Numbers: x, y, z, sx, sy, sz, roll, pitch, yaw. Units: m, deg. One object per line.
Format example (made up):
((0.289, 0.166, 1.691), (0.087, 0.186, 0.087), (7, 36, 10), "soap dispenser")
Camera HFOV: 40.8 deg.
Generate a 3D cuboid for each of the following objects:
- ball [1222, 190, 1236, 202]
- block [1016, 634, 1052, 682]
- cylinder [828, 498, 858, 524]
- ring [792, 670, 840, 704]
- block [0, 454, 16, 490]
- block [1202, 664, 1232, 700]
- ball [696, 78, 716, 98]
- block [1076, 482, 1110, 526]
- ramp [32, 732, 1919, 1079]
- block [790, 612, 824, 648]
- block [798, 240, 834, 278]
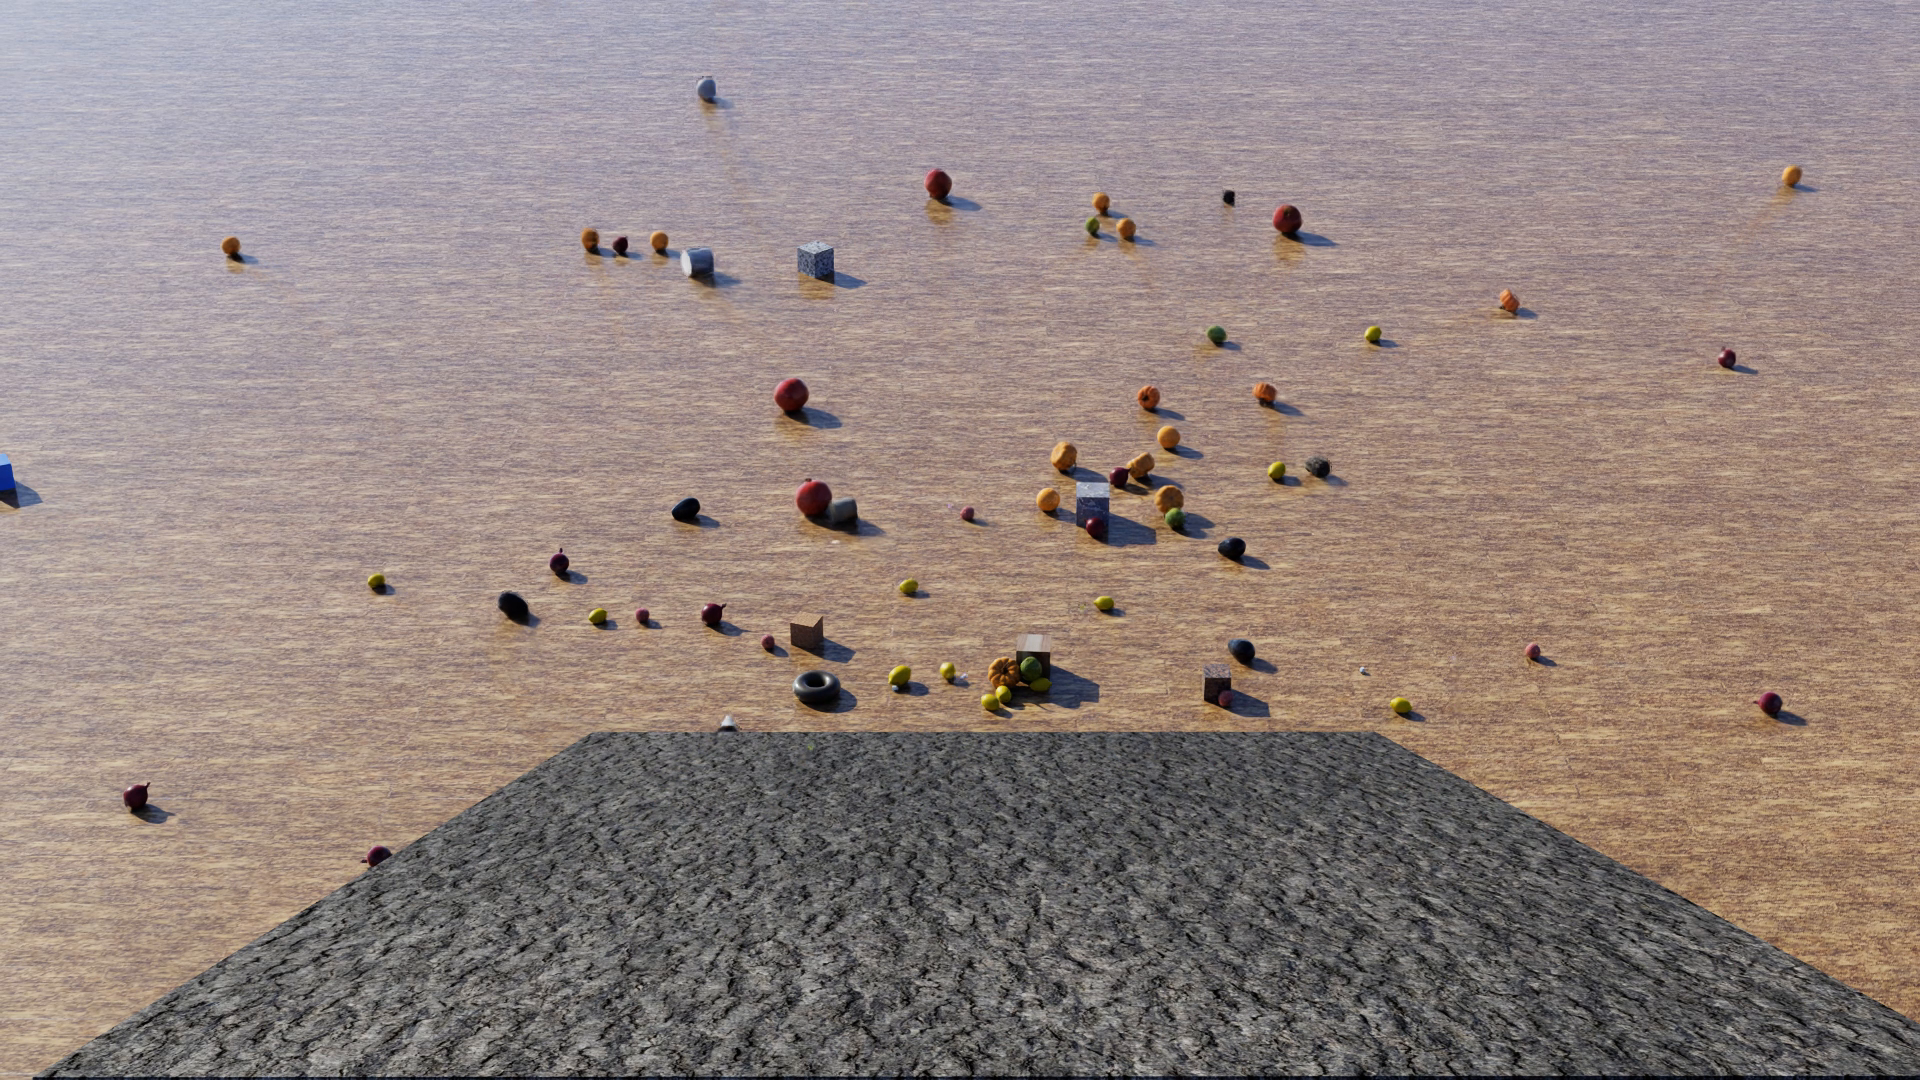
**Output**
((1.064, -1.363, 10.239), (0.052, 0.052, 0.052), (0, 28, 0), "ball")
((0.200, 0.319, 7.020), (0.091, 0.091, 0.091), (2, 28, 4), "block")
((-0.354, -0.089, 7.816), (0.069, 0.069, 0.069), (-12, 30, -21), "cylinder")
((-0.384, 0.394, 6.931), (0.130, 0.043, 0.130), (0, 29, 0), "ring")
((-2.992, -0.207, 8.021), (0.084, 0.084, 0.084), (-15, 32, -27), "block")
((0.687, 0.381, 6.925), (0.071, 0.071, 0.071), (0, 28, 0), "block")
((-1.117, -1.989, 11.383), (0.090, 0.090, 0.090), (0, 28, 0), "ball")
((0.401, -0.108, 7.820), (0.098, 0.098, 0.098), (1, 28, 1), "block")
((0.063, 0.565, 4.605), (2.000, 0.100, 4.000), (0, 1, 0), "ramp")
((-0.426, 0.250, 7.175), (0.069, 0.069, 0.069), (10, 29, 18), "block")
((-0.536, -1.042, 9.586), (0.096, 0.096, 0.096), (-25, 37, -38), "block")
